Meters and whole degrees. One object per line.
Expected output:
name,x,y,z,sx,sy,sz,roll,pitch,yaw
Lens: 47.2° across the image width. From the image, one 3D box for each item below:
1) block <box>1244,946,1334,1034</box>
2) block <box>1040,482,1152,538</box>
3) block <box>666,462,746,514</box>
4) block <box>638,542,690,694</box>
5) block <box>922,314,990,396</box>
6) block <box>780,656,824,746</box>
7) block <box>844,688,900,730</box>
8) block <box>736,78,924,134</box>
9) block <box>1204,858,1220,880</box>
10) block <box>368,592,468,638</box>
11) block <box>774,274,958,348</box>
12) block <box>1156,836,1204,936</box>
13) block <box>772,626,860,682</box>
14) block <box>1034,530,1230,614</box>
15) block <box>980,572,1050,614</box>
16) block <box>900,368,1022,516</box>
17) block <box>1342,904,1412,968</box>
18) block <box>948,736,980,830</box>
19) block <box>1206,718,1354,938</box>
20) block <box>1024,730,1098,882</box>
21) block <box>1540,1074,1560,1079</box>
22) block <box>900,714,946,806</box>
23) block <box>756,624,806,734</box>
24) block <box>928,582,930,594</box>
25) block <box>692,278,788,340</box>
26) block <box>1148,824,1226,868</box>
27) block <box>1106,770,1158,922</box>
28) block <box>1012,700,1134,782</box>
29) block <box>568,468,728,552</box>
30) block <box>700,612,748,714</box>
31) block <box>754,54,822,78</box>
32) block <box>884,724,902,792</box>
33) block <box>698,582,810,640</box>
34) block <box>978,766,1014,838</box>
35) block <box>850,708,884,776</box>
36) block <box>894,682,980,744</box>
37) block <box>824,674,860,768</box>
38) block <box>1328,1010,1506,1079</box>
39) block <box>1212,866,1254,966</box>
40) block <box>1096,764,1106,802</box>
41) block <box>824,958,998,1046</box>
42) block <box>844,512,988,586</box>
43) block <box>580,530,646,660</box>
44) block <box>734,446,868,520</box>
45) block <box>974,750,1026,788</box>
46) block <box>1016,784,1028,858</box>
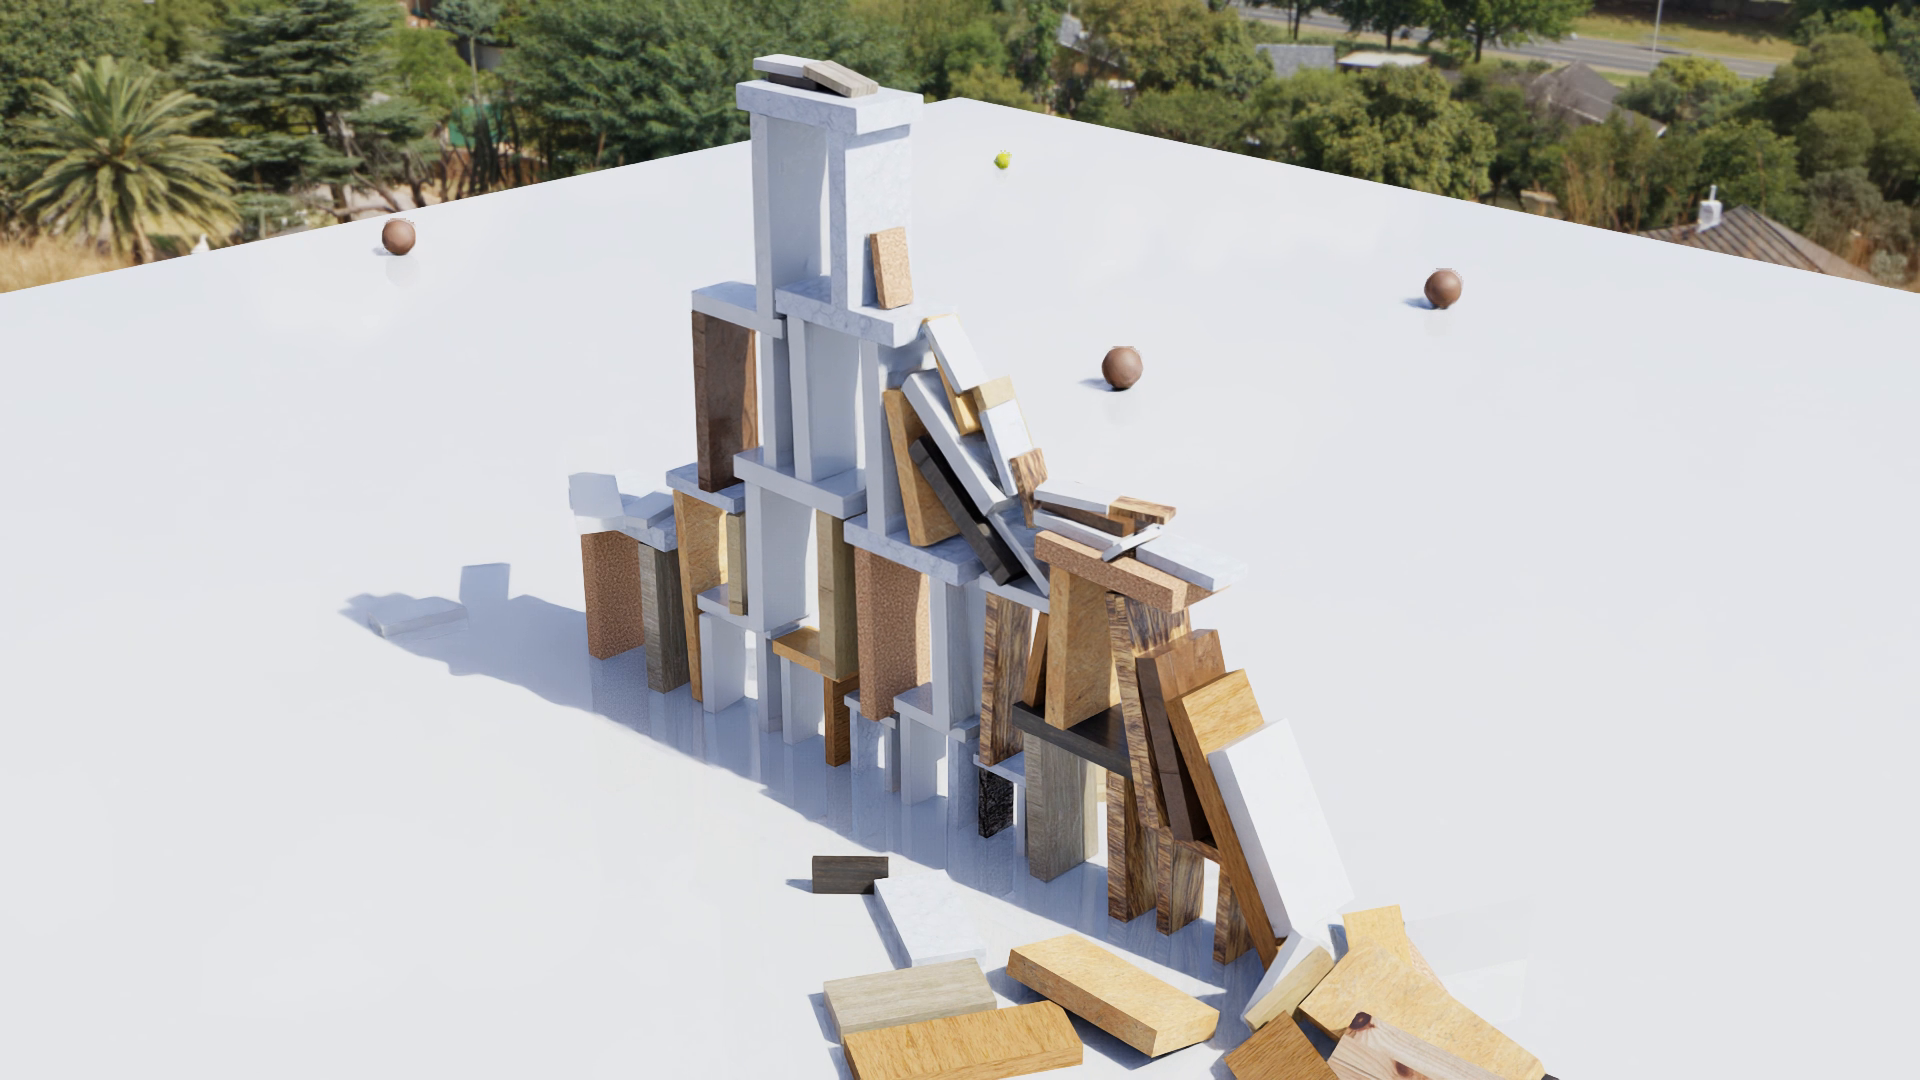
block,0.564,0.776,3.719,0.179,0.090,0.025,-40,42,-14
block,0.248,-0.056,3.957,0.189,0.027,0.094,21,31,37
block,-0.516,-0.117,4.724,0.229,0.033,0.115,21,31,40
block,-0.631,0.149,4.954,0.050,0.356,0.178,17,28,36
block,-0.008,-0.345,4.081,0.072,0.144,0.020,-22,-9,-40
block,-0.334,0.328,4.724,0.029,0.206,0.103,21,31,41
block,-0.158,0.342,4.533,0.077,0.022,0.154,-21,31,-40
block,-0.248,-0.826,4.144,0.338,0.048,0.169,21,30,41
block,0.497,0.632,4.251,0.107,0.015,0.054,-7,24,-16
block,-1.307,0.179,5.301,0.208,0.029,0.104,-14,26,-29
block,-0.182,-0.447,4.237,0.336,0.048,0.168,21,31,41
block,0.407,0.618,4.047,0.100,0.201,0.028,-21,30,-41
block,-0.287,0.239,4.632,0.206,0.029,0.103,21,31,40
block,0.305,0.036,3.908,0.321,0.046,0.161,23,32,40
block,0.144,0.089,4.101,0.203,0.029,0.101,20,30,41
block,0.031,-0.194,4.117,0.152,0.043,0.303,-17,67,-40
block,0.724,0.730,3.766,0.100,0.028,0.200,-12,57,9
block,0.022,0.469,4.395,0.102,0.203,0.029,-21,31,-41
block,0.561,0.500,3.838,0.170,0.340,0.048,-21,0,-40
block,0.196,0.486,4.223,0.152,0.303,0.043,-21,27,-41
block,0.887,0.900,3.592,0.263,0.037,0.131,19,29,37
block,-0.074,0.432,4.483,0.102,0.203,0.029,-21,31,-41
block,-0.385,0.293,4.772,0.033,0.233,0.117,22,31,40
block,-0.159,0.115,5.460,0.166,0.024,0.083,13,26,27
block,-0.400,-0.471,4.449,0.280,0.040,0.140,22,31,40
block,0.450,0.530,3.960,0.100,0.028,0.201,-21,31,-41
block,0.340,0.543,4.090,0.152,0.303,0.043,-21,28,-41
block,0.259,0.351,4.096,0.152,0.043,0.303,-21,31,-40
block,-0.703,-0.070,4.950,0.178,0.050,0.356,-21,31,-40
block,-0.522,0.255,4.862,0.033,0.233,0.117,15,27,30
block,-0.323,-0.907,4.202,0.136,0.019,0.068,19,29,38
block,-0.121,0.437,4.534,0.022,0.154,0.077,21,31,41
block,-0.448,0.148,4.770,0.233,0.033,0.117,20,30,38
block,0.072,0.507,4.366,0.022,0.156,0.078,21,31,41
block,-0.193,0.409,4.601,0.077,0.154,0.022,-21,31,-40
block,-0.026,0.343,4.394,0.203,0.029,0.102,21,31,41
block,-0.237,0.366,4.634,0.029,0.206,0.103,21,31,40
block,0.739,0.893,3.485,0.338,0.048,0.169,20,64,39
block,0.504,0.656,3.957,0.100,0.201,0.028,-21,32,-41
block,0.288,0.494,4.567,0.081,0.023,0.162,-2,23,-5
block,-0.088,0.801,3.823,0.276,0.039,0.138,-6,24,-14
block,-0.062,0.003,4.293,0.315,0.045,0.157,21,31,40
block,-0.786,0.085,5.107,0.050,0.355,0.178,21,31,41
block,-0.290,-0.131,4.477,0.332,0.047,0.166,21,31,40
block,0.109,0.440,4.297,0.156,0.022,0.078,21,31,40
block,0.146,0.536,4.298,0.022,0.156,0.078,21,31,41
